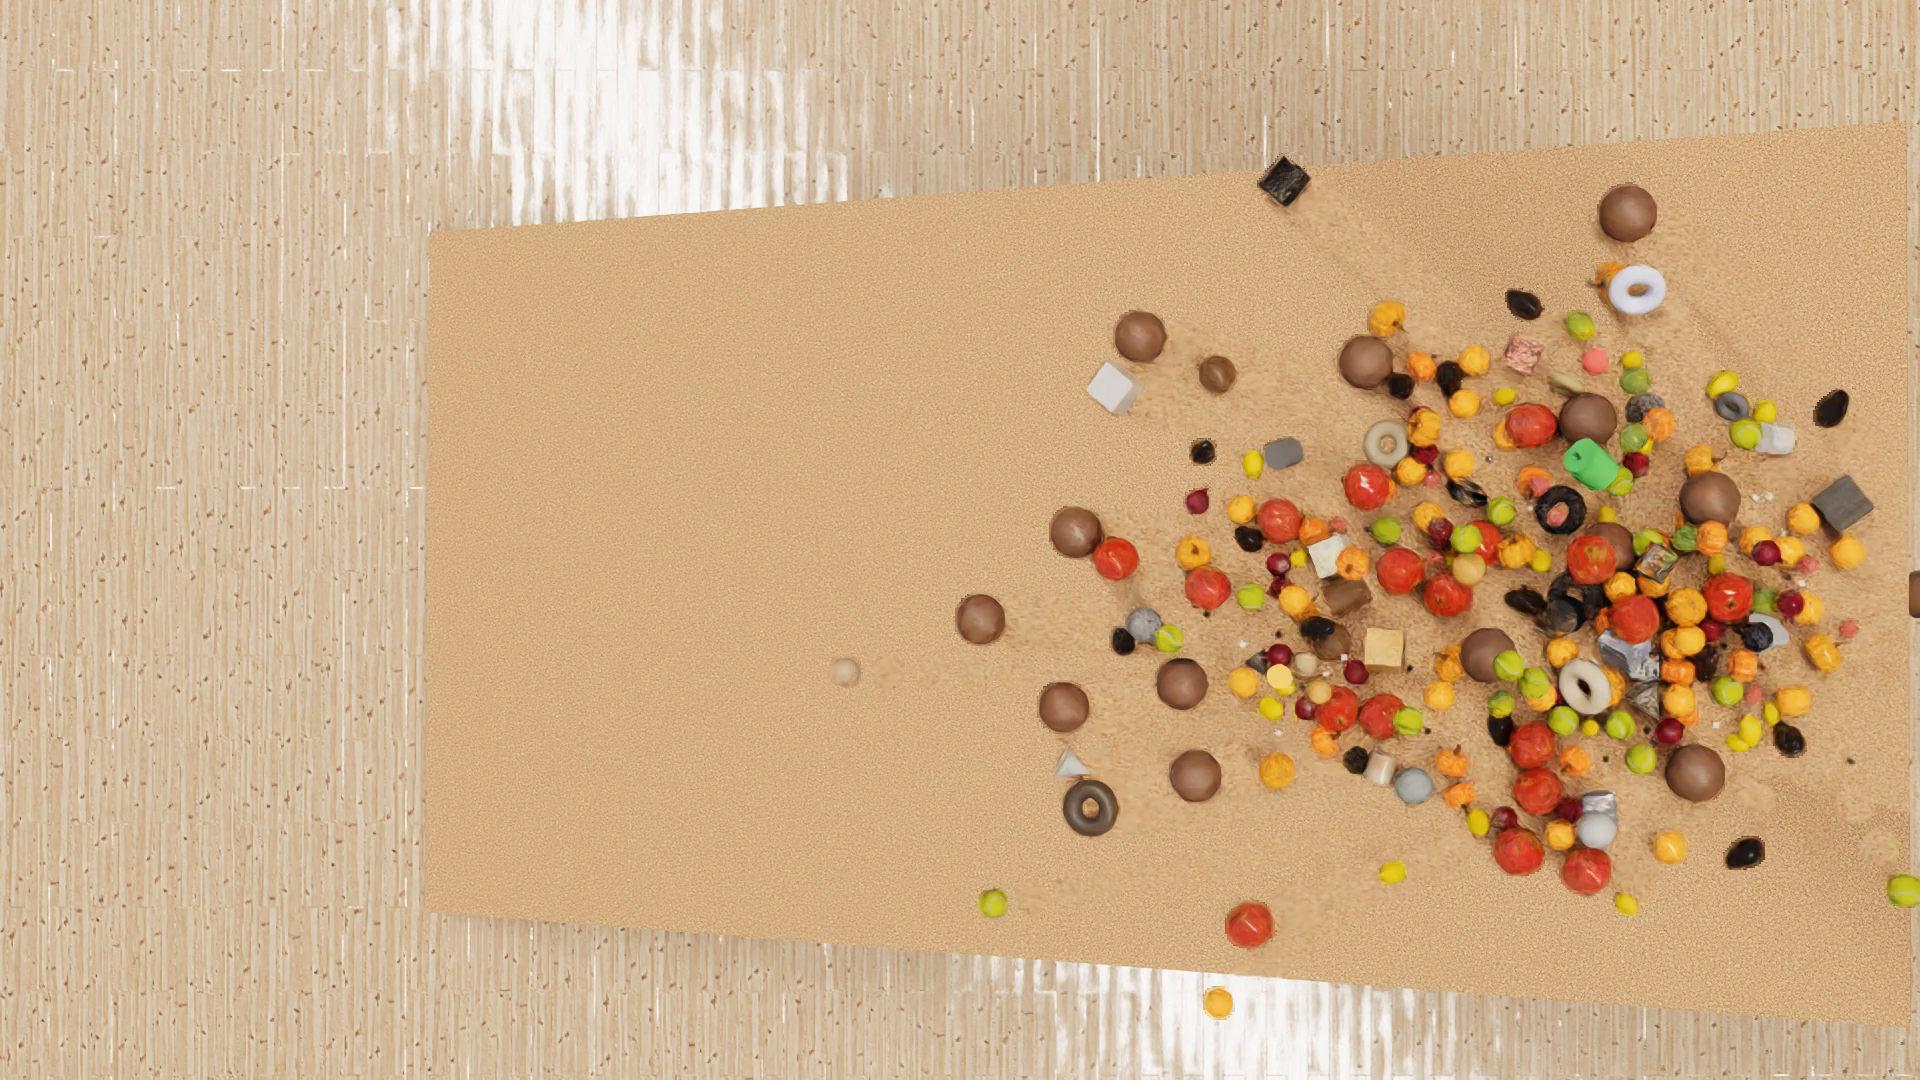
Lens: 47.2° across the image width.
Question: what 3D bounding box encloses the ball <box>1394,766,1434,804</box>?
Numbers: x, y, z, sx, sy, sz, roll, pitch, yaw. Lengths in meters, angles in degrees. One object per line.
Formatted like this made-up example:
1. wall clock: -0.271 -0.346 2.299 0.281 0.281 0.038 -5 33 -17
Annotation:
1. ball: 1.082 0.586 5.241 0.091 0.091 0.091 0 89 0

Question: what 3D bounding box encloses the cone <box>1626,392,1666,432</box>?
1. cone: 1.565 -0.297 5.036 0.092 0.092 0.092 0 89 24

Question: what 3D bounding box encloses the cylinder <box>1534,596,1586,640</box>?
1. cylinder: 1.379 0.178 5.053 0.088 0.088 0.088 1 79 -5

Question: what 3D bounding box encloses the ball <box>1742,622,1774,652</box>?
1. ball: 1.762 0.213 4.860 0.066 0.066 0.066 0 89 0

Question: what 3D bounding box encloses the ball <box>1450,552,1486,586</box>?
1. ball: 1.169 0.066 5.054 0.081 0.081 0.081 0 89 0

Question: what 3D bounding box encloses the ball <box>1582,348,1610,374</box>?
1. ball: 1.473 -0.414 5.096 0.060 0.060 0.060 0 89 0

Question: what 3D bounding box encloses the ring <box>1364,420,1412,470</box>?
1. ring: 1.030 -0.230 5.301 0.120 0.040 0.120 -1 88 28

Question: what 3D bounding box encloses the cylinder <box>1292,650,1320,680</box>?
1. cylinder: 0.844 0.305 5.369 0.055 0.055 0.055 18 117 0

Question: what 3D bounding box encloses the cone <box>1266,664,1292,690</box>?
1. cone: 0.789 0.326 5.390 0.063 0.063 0.063 5 105 18

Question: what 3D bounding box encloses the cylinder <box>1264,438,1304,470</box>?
1. cylinder: 0.792 -0.210 5.379 0.069 0.069 0.069 13 110 40

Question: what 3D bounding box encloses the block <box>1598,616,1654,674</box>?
1. block: 1.515 0.239 5.009 0.078 0.078 0.078 -45 133 -12

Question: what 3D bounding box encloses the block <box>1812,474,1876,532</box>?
1. block: 1.953 -0.081 4.861 0.093 0.093 0.093 -40 74 18

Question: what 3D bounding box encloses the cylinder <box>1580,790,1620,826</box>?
1. cylinder: 1.475 0.622 5.070 0.077 0.077 0.077 -8 92 0

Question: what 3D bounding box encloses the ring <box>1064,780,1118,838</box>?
1. ring: 0.332 0.683 5.595 0.148 0.049 0.148 0 91 24

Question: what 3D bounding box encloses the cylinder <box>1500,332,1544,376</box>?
1. cylinder: 1.318 -0.436 5.155 0.077 0.077 0.077 24 103 0

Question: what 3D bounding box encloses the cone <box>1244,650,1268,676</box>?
1. cone: 0.742 0.313 5.409 0.061 0.061 0.061 -36 97 0

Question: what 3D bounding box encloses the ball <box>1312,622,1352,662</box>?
1. ball: 0.899 0.247 5.323 0.096 0.096 0.096 0 89 0

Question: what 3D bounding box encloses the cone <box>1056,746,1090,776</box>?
1. cone: 0.298 0.582 5.617 0.082 0.082 0.082 25 89 -4

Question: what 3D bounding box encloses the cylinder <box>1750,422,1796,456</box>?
1. cylinder: 1.819 -0.226 4.922 0.066 0.066 0.066 5 89 -30

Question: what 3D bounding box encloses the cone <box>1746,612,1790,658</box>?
1. cone: 1.796 0.234 4.953 0.100 0.100 0.100 23 128 0

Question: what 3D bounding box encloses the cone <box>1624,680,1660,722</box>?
1. cone: 1.565 0.376 4.990 0.085 0.085 0.085 -31 92 0

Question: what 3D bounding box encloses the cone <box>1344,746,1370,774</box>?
1. cone: 0.950 0.536 5.312 0.067 0.067 0.067 0 89 24

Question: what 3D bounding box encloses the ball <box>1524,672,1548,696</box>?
1. ball: 1.349 0.338 5.144 0.056 0.056 0.056 0 89 0

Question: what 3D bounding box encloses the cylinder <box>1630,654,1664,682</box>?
1. cylinder: 1.572 0.292 5.039 0.065 0.065 0.065 -1 89 27

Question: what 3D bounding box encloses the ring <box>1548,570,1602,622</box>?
1. ring: 1.430 0.131 5.113 0.126 0.042 0.126 2 95 30

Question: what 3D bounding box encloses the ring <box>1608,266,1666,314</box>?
1. ring: 1.538 -0.568 4.995 0.128 0.043 0.128 5 131 5

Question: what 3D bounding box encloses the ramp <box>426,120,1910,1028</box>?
1. ramp: 0.283 0.084 5.705 4.000 0.100 2.000 0 89 24

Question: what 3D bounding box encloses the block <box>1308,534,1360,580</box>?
1. block: 0.906 0.042 5.327 0.084 0.084 0.084 -23 79 23

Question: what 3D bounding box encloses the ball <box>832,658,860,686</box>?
1. ball: -0.305 0.352 5.866 0.078 0.078 0.078 0 89 0

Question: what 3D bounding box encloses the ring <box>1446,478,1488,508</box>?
1. ring: 1.190 -0.112 5.165 0.104 0.104 0.035 21 116 0

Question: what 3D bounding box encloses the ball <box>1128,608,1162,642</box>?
1. ball: 0.464 0.213 5.521 0.088 0.088 0.088 0 89 0

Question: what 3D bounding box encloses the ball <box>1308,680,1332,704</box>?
1. ball: 0.857 0.362 5.241 0.060 0.060 0.060 0 89 0

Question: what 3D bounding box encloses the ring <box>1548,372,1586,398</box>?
1. ring: 1.409 -0.359 5.106 0.090 0.090 0.030 27 83 0

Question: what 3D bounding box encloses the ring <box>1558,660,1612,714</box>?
1. ring: 1.426 0.335 5.023 0.045 0.136 0.136 -24 89 -32

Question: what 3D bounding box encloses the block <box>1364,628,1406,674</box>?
1. block: 1.016 0.266 5.254 0.087 0.087 0.087 3 74 16

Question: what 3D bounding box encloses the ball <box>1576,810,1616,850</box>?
1. ball: 1.423 0.649 4.919 0.085 0.085 0.085 0 89 0

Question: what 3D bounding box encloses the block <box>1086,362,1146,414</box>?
1. block: 0.393 -0.383 5.557 0.092 0.092 0.092 42 105 19

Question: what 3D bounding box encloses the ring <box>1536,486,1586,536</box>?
1. ring: 1.403 -0.069 5.134 0.116 0.039 0.116 -1 88 25

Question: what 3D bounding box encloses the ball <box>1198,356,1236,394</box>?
1. ball: 0.637 -0.411 5.447 0.095 0.095 0.095 0 89 0

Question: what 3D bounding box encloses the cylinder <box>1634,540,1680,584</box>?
1. cylinder: 1.542 0.051 4.869 0.071 0.071 0.071 28 105 0

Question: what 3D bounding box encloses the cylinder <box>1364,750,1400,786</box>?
1. cylinder: 1.012 0.547 5.284 0.069 0.069 0.069 19 85 0
